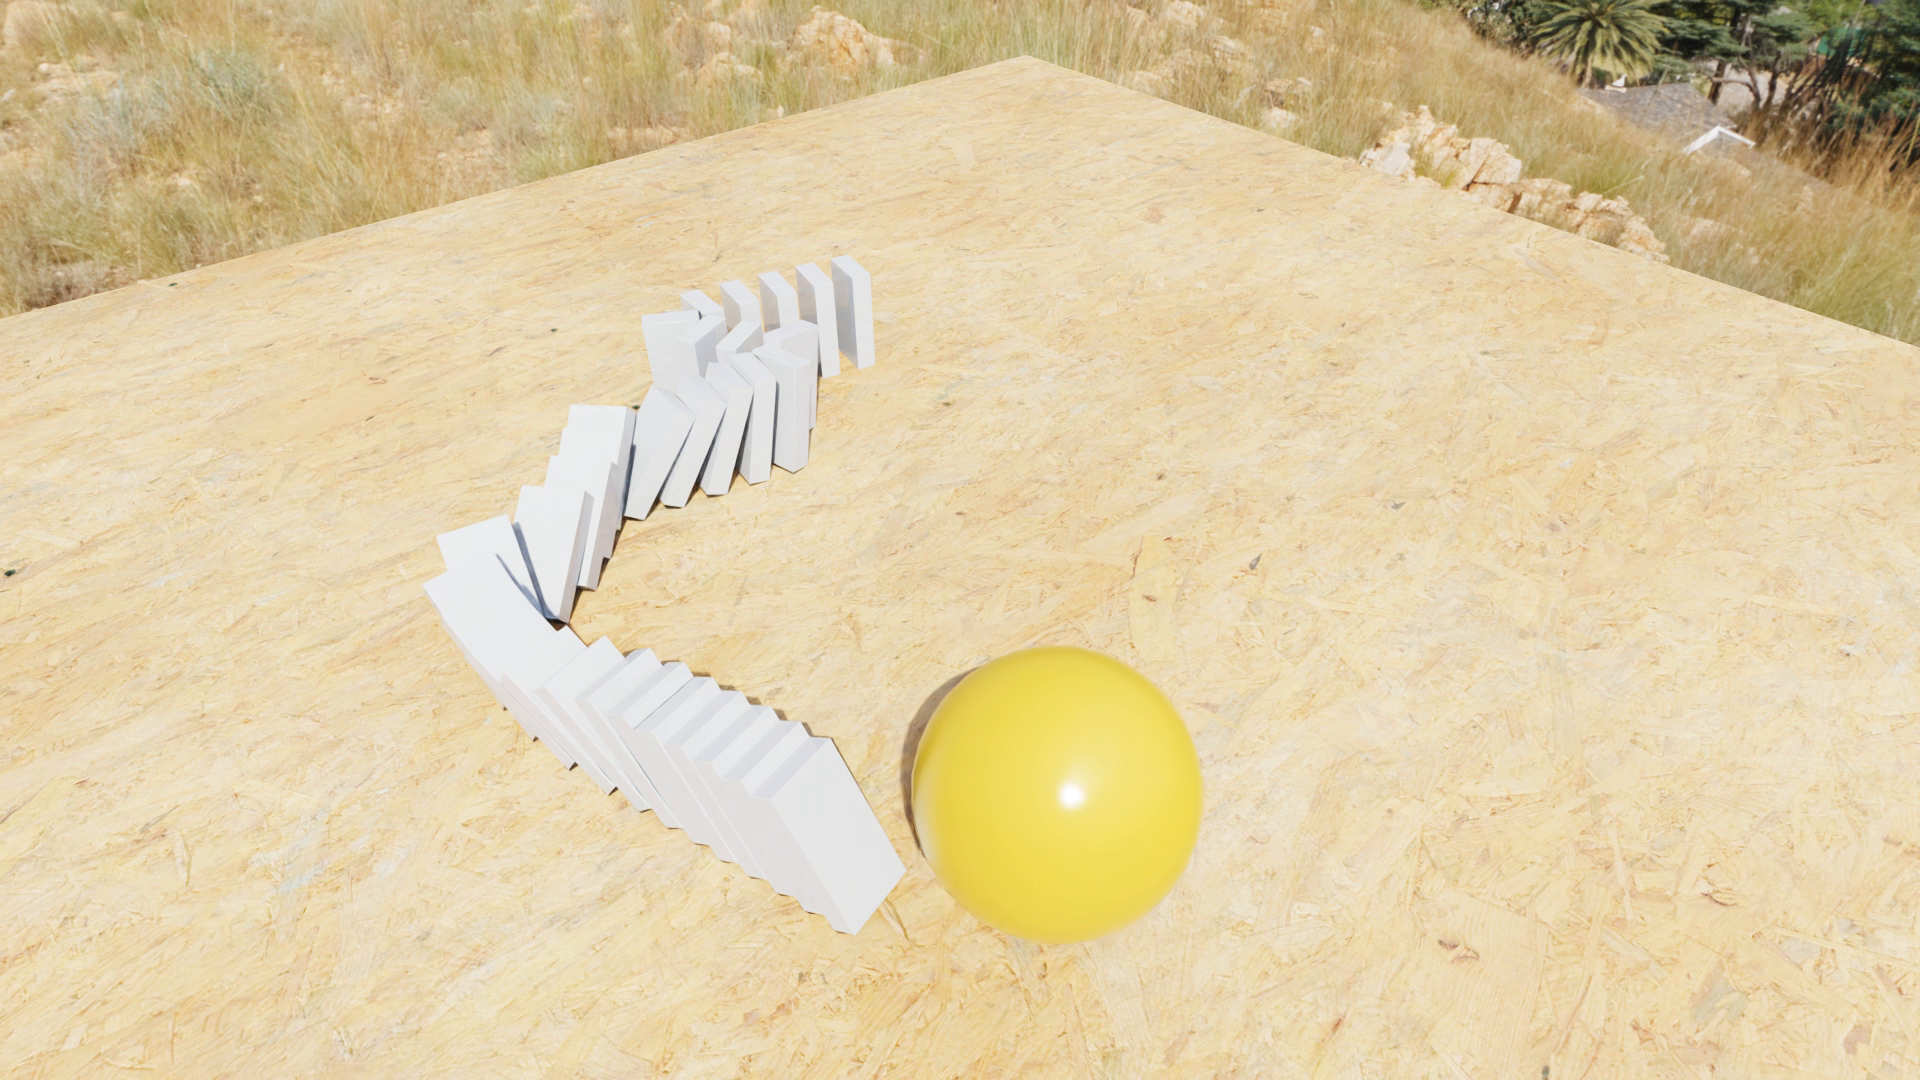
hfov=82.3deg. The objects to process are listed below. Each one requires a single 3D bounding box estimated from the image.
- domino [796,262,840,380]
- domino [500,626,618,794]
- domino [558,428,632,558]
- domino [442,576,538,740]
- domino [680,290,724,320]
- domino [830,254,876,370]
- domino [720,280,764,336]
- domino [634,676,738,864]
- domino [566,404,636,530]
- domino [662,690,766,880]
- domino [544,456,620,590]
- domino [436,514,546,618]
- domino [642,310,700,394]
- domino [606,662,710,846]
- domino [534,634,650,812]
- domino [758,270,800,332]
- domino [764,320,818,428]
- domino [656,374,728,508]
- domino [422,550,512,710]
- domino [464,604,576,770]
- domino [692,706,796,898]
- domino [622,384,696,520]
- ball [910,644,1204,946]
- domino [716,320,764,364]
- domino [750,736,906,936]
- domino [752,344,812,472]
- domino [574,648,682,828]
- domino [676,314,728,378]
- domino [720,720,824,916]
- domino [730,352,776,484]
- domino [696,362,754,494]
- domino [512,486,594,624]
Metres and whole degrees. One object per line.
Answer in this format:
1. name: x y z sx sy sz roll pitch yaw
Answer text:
1. domino: -0.070 -0.108 0.543 0.010 0.050 0.025 -19 43 -21
2. domino: -0.121 0.055 0.356 0.050 0.010 0.025 46 50 0
3. domino: -0.150 -0.019 0.443 0.025 0.009 0.050 6 80 7
4. domino: -0.149 0.040 0.373 0.025 0.009 0.050 -38 87 -34
5. domino: -0.119 -0.090 0.522 0.009 0.050 0.025 -26 46 -28
6. domino: -0.054 -0.114 0.550 0.009 0.050 0.025 -20 43 -23
7. domino: -0.103 -0.097 0.529 0.010 0.050 0.025 -21 44 -23
8. domino: -0.073 0.069 0.329 0.010 0.050 0.025 -6 28 43
9. domino: -0.151 -0.030 0.455 0.025 0.010 0.050 3 80 10
10. domino: -0.064 0.072 0.325 0.009 0.050 0.025 -6 28 43
11. domino: -0.151 -0.007 0.429 0.025 0.010 0.050 6 77 7
12. domino: -0.168 0.018 0.398 0.025 0.010 0.050 -20 80 -18
13. domino: -0.130 -0.081 0.510 0.025 0.050 0.009 -8 40 -10
14. domino: -0.082 0.065 0.334 0.009 0.050 0.025 -8 27 43
15. domino: -0.107 0.058 0.346 0.009 0.050 0.025 -25 16 48
16. domino: -0.087 -0.102 0.537 0.009 0.050 0.025 -19 43 -22
17. domino: -0.076 -0.071 0.496 0.010 0.050 0.025 24 36 26
18. domino: -0.117 -0.042 0.465 0.009 0.050 0.025 9 26 -44
19. domino: -0.162 0.031 0.383 0.025 0.010 0.050 -33 85 -30
20. domino: -0.136 0.048 0.363 0.050 0.010 0.025 47 52 0
21. domino: -0.054 0.076 0.320 0.010 0.050 0.025 -6 28 43
22. domino: -0.130 -0.037 0.460 0.010 0.050 0.025 16 18 -48
23. ball: 0.026 0.069 0.303 0.080 0.080 0.080 0 39 0
24. domino: -0.097 -0.071 0.498 0.010 0.050 0.025 12 41 14
25. domino: -0.036 0.083 0.311 0.009 0.050 0.025 -6 28 43
26. domino: -0.078 -0.057 0.481 0.025 0.050 0.009 25 36 27
27. domino: -0.093 0.061 0.340 0.010 0.050 0.025 -13 24 45
28. domino: -0.115 -0.074 0.502 0.009 0.050 0.025 15 42 18
29. domino: -0.045 0.080 0.316 0.009 0.050 0.025 -6 28 43
30. domino: -0.091 -0.053 0.475 0.009 0.050 0.025 -14 40 -32
31. domino: -0.103 -0.047 0.469 0.010 0.050 0.025 -2 34 -39
32. domino: -0.157 0.005 0.416 0.025 0.009 0.050 5 74 6
